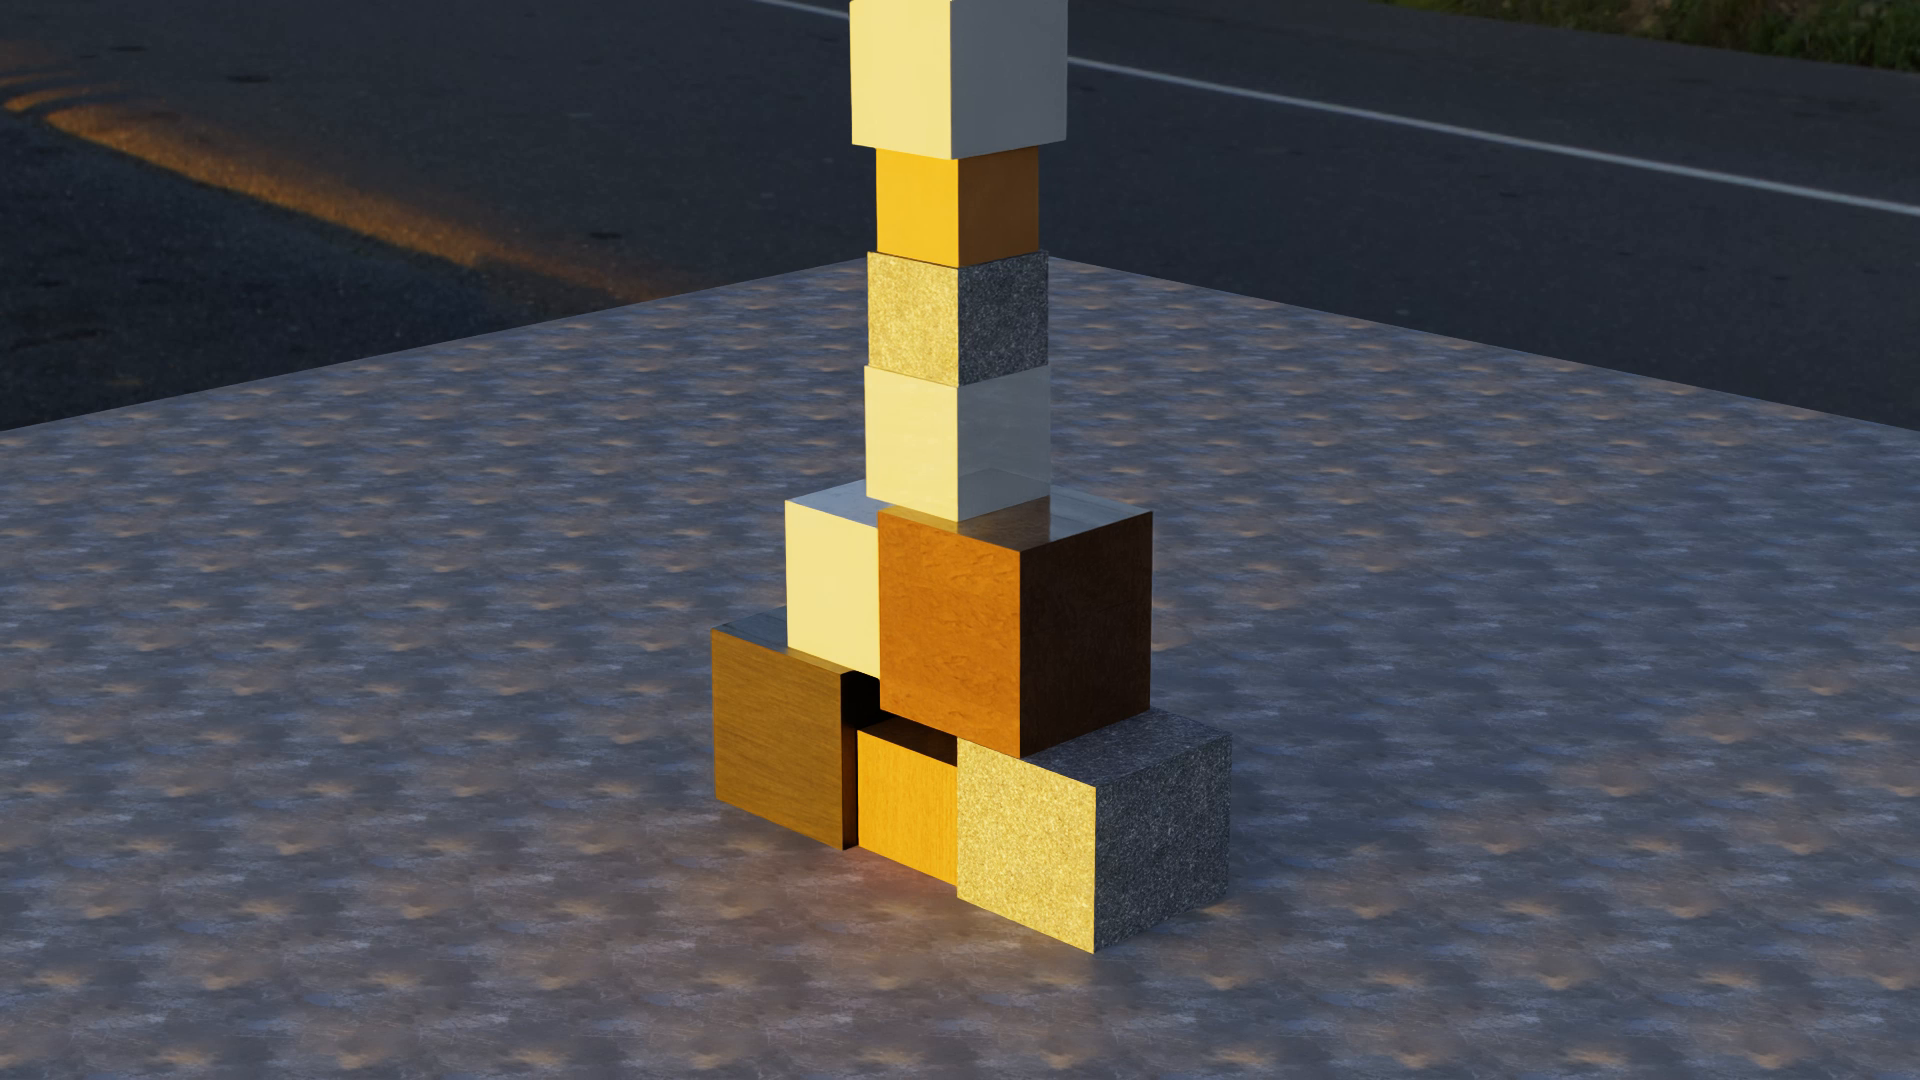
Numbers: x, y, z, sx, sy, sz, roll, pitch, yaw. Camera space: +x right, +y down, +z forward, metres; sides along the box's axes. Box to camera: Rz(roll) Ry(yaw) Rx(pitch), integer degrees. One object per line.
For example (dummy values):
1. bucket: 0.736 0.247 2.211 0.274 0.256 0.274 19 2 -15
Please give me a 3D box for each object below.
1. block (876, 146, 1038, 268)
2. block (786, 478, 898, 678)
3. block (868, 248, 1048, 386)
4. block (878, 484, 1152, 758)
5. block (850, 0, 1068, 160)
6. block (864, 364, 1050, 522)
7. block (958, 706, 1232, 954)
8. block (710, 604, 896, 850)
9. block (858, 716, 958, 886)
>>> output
1. block: -0.010 -1.507 12.884 0.501 0.483 0.504 -17 24 -42
2. block: -0.328 0.161 13.707 0.671 0.717 0.695 -17 24 -42
3. block: -0.008 -1.029 13.031 0.567 0.517 0.563 -17 24 -42
4. block: 0.247 0.319 13.184 0.853 0.940 0.880 -17 24 -42
5. block: -0.003 -2.091 12.715 0.717 0.733 0.610 -17 24 -42
6. block: -0.008 -0.491 13.193 0.595 0.606 0.582 -17 24 -42
7. block: 0.600 1.235 13.126 0.900 0.773 0.830 -17 24 -42
8. block: -0.561 0.845 14.190 0.879 0.878 0.914 -17 24 -42
9. block: 0.040 1.159 13.686 0.727 0.581 0.729 -17 24 -42
